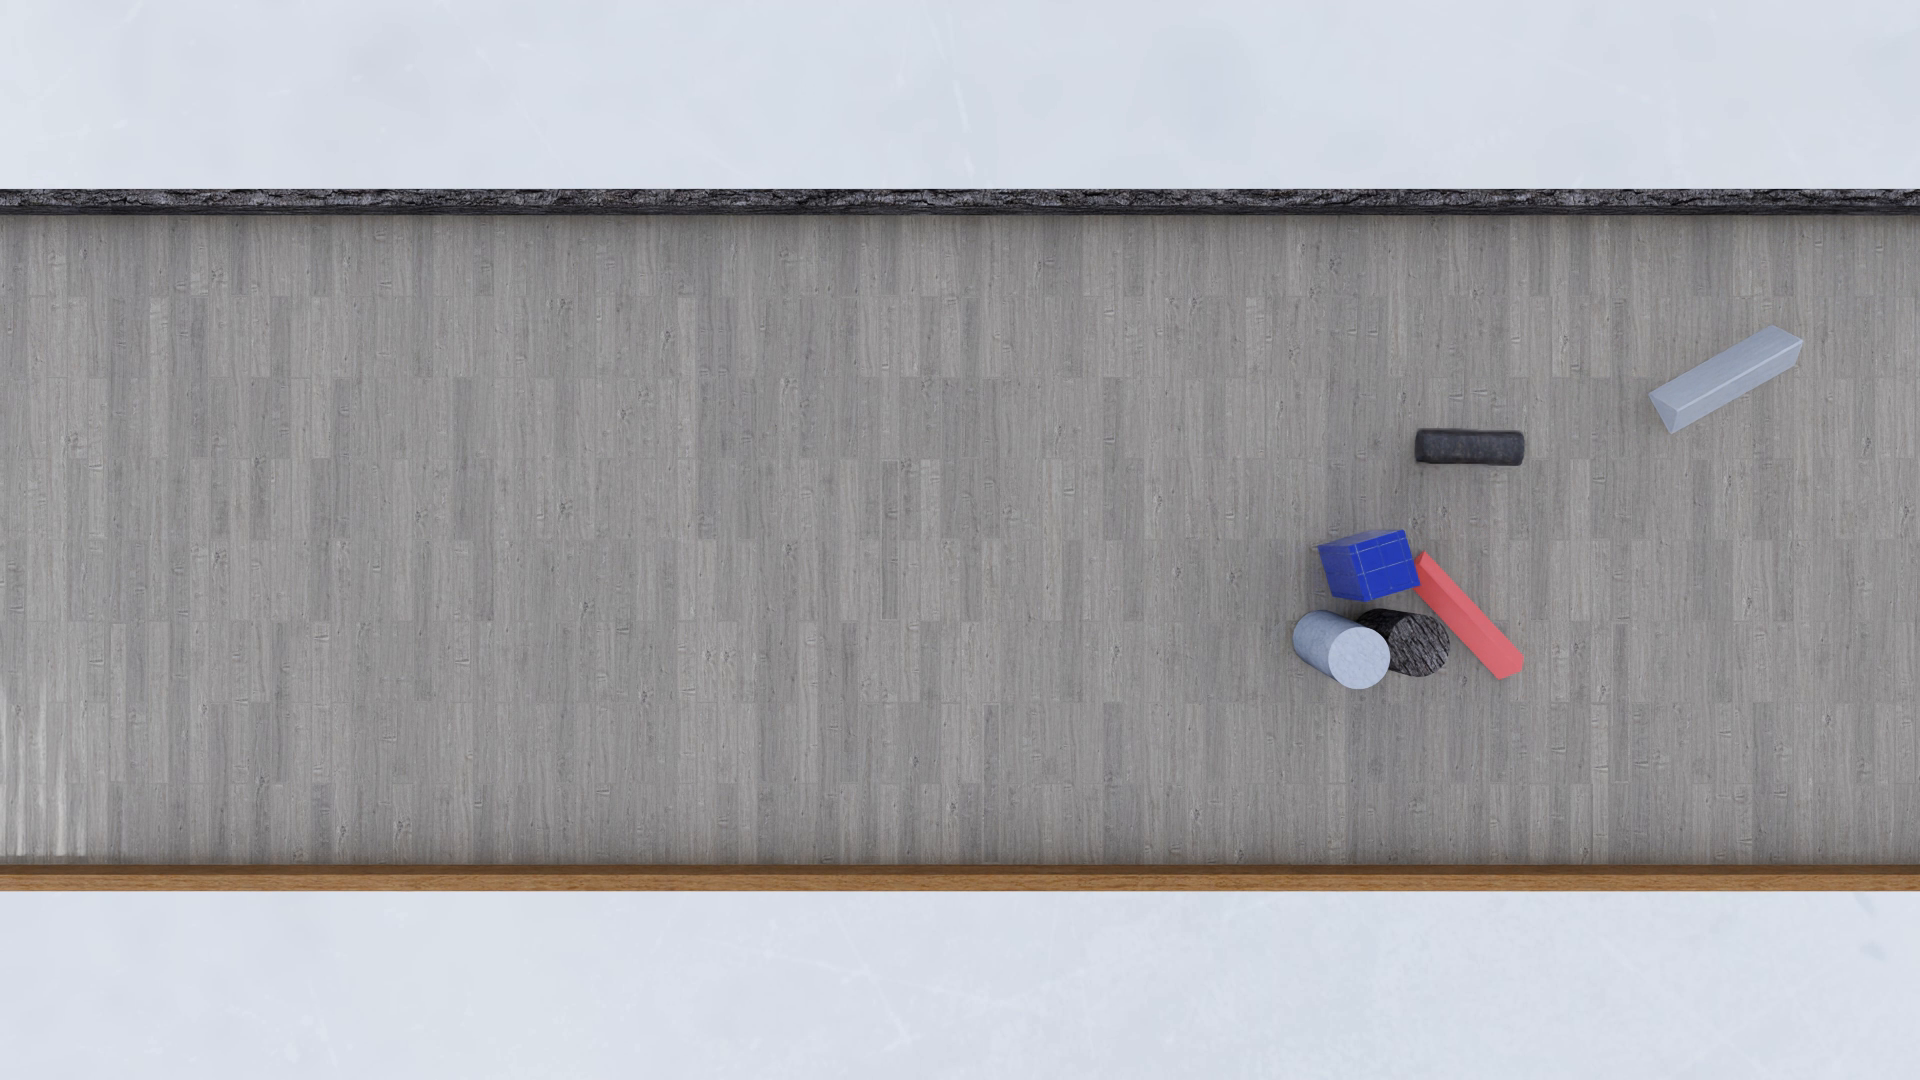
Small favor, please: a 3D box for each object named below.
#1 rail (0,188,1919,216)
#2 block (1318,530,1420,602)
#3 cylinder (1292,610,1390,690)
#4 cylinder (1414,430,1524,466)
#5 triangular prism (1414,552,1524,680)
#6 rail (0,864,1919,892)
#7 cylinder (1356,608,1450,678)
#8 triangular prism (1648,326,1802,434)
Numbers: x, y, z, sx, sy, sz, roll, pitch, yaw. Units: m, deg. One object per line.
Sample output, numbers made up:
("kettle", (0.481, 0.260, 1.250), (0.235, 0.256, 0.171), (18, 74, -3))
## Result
("rail", (-2.247, -1.025, 5.002), (12.000, 0.150, 0.050), (0, 90, 0))
("block", (1.201, 0.073, 4.872), (0.165, 0.409, 0.165), (-17, 90, 0))
("cylinder", (1.121, 0.319, 4.870), (0.178, 0.397, 0.178), (0, 95, -3))
("cylinder", (1.551, -0.282, 5.025), (0.304, 0.102, 0.102), (2, 90, 0))
("triangular prism", (1.542, 0.231, 5.029), (0.104, 0.090, 0.447), (-43, 90, 0))
("rail", (-2.247, 1.025, 5.001), (12.000, 0.150, 0.050), (0, 90, 0))
("cylinder", (1.300, 0.300, 4.887), (0.179, 0.371, 0.179), (0, 90, -3))
("triangular prism", (2.341, -0.493, 5.012), (0.434, 0.123, 0.142), (-29, 90, 0))
